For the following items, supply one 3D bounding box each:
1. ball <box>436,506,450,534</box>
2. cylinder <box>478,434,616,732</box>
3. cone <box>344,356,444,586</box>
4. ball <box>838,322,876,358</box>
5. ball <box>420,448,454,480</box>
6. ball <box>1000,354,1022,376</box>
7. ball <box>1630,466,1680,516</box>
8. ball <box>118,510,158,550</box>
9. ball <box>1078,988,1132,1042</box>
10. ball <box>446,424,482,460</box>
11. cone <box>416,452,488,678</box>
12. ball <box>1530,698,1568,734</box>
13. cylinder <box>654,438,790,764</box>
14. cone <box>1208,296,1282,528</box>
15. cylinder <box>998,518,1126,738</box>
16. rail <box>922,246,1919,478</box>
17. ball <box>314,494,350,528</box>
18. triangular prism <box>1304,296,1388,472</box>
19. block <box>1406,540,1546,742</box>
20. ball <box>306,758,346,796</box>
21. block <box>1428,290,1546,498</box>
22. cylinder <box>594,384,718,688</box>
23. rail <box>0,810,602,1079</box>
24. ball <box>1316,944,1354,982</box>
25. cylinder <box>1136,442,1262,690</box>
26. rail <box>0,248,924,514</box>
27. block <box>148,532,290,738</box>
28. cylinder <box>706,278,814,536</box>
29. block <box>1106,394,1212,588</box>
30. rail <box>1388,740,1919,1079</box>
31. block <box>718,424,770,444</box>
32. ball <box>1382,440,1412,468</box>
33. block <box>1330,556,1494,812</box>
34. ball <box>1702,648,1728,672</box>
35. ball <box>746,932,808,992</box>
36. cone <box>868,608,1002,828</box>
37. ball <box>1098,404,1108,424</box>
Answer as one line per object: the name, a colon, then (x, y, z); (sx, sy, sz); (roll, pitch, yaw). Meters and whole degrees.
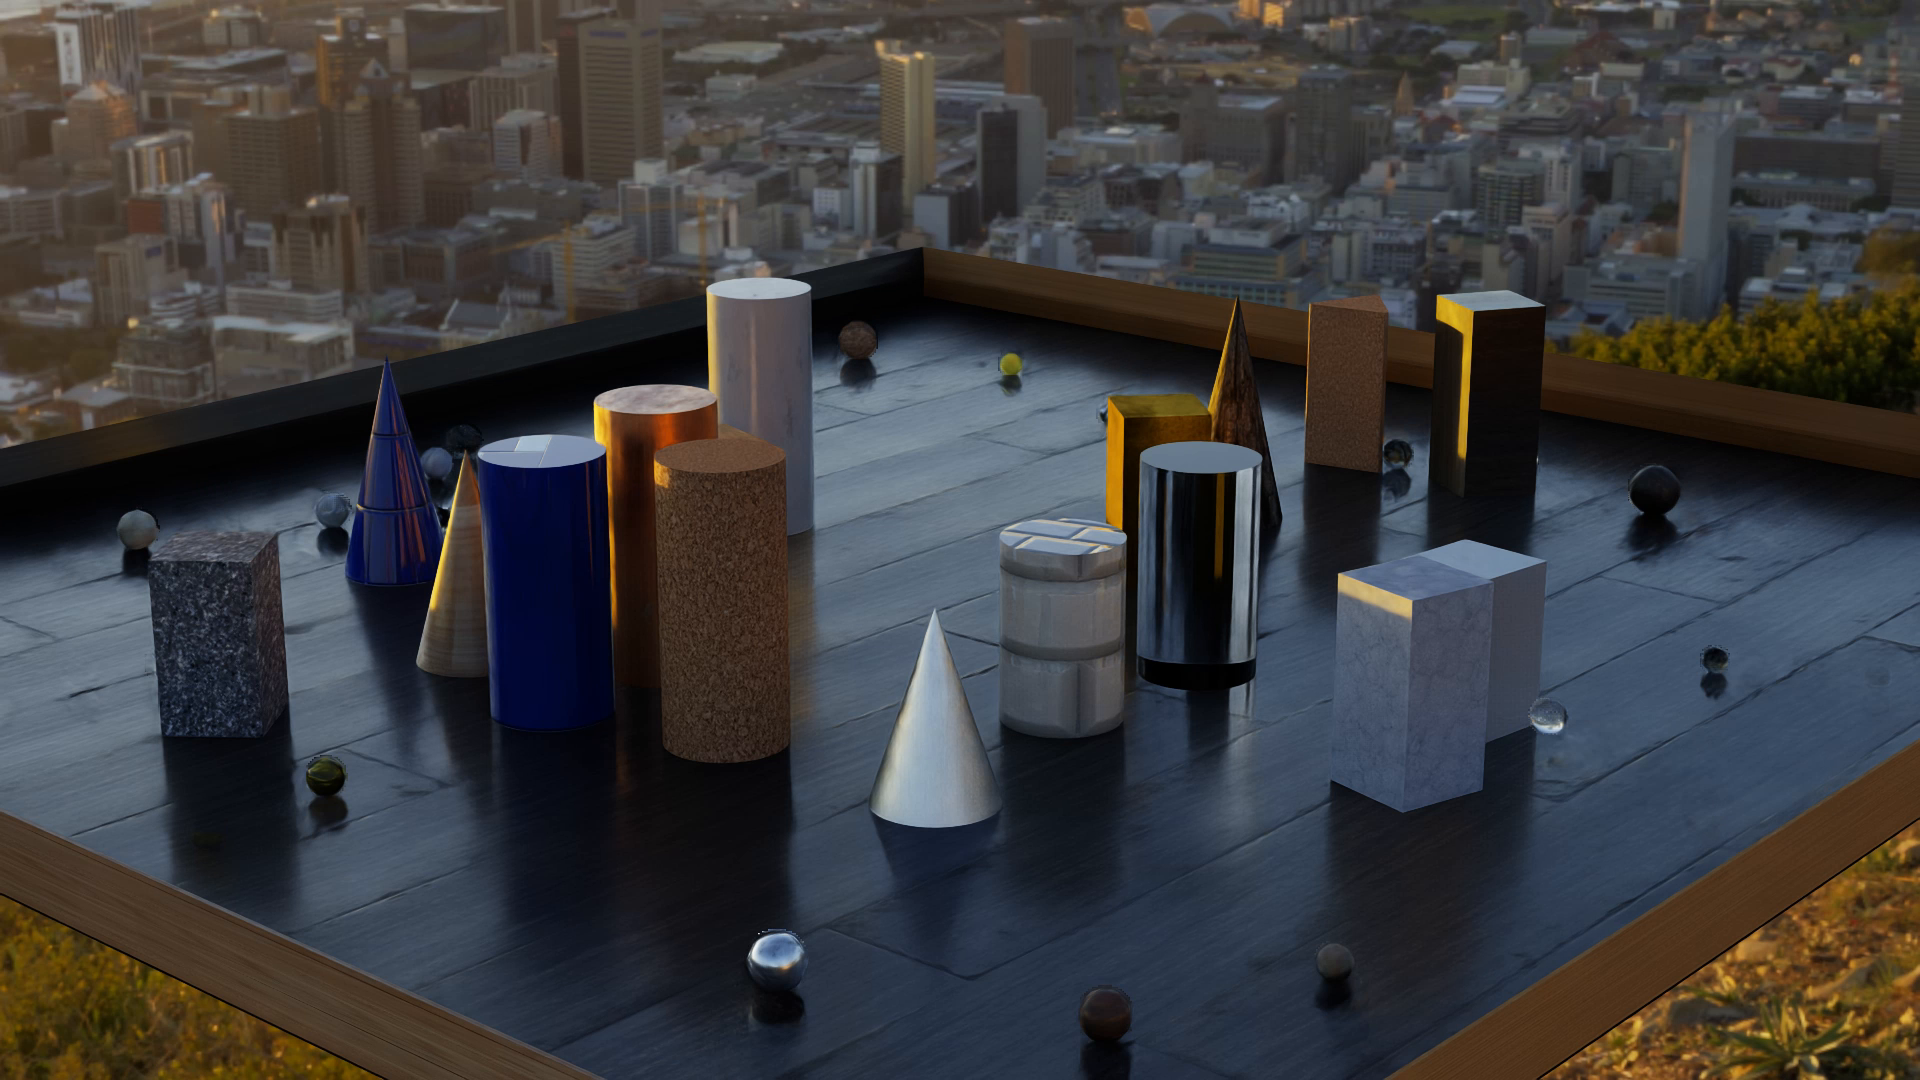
ball: (-0.971, -0.036, 5.475); (0.052, 0.052, 0.052); (0, 17, 0)
cylinder: (-0.633, 0.065, 4.506); (0.194, 0.418, 0.194); (0, 17, 0)
cone: (-1.008, -0.136, 5.210); (0.194, 0.397, 0.194); (0, 17, 0)
ball: (-0.239, -0.467, 6.840); (0.088, 0.088, 0.088); (0, 17, 0)
ball: (-1.043, -0.153, 5.844); (0.064, 0.064, 0.064); (0, 17, 0)
ball: (0.117, -0.400, 6.685); (0.051, 0.051, 0.051); (0, 17, 0)
ball: (1.327, -0.095, 5.598); (0.095, 0.095, 0.095); (0, 17, 0)
ball: (-1.511, -0.019, 5.385); (0.072, 0.072, 0.072); (0, 17, 0)
ball: (0.172, 0.563, 3.471); (0.064, 0.064, 0.064); (0, 17, 0)
ball: (-1.014, -0.200, 5.985); (0.072, 0.072, 0.072); (0, 17, 0)
cone: (-0.793, 0.023, 4.755); (0.194, 0.355, 0.194); (0, 17, 0)
ball: (0.896, 0.268, 4.462); (0.055, 0.055, 0.055); (0, 17, 0)
cylinder: (-0.353, 0.089, 4.378); (0.194, 0.447, 0.194); (0, 17, 0)
cone: (0.519, -0.253, 5.534); (0.194, 0.434, 0.194); (0, 17, 0)
cylinder: (0.157, 0.134, 4.499); (0.194, 0.291, 0.194); (0, 17, 0)
rail: (1.178, -0.360, 6.419); (3.414, 0.126, 0.045); (14, 22, 39)
ball: (-1.182, -0.056, 5.520); (0.065, 0.065, 0.065); (0, 17, 0)
triangular prism: (0.810, -0.323, 5.948); (0.168, 0.328, 0.145); (10, 19, 29)
block: (0.778, 0.155, 4.478); (0.155, 0.262, 0.155); (-15, 22, -40)
ball: (-0.913, 0.341, 4.219); (0.055, 0.055, 0.055); (0, 17, 0)
block: (1.033, -0.287, 5.754); (0.155, 0.373, 0.155); (-5, 18, -17)
cylinder: (-0.480, -0.008, 4.694); (0.194, 0.449, 0.194); (0, 17, 0)
rail: (-1.178, 0.423, 3.821); (3.414, 0.126, 0.045); (14, 22, 39)
ball: (0.464, 0.523, 3.632); (0.047, 0.047, 0.047); (0, 17, 0)
cylinder: (0.382, 0.040, 4.695); (0.194, 0.358, 0.194); (0, 17, 0)
rail: (-1.271, -0.287, 6.177); (0.045, 0.126, 3.641); (14, 22, 39)
block: (-1.133, 0.143, 4.489); (0.155, 0.279, 0.155); (1, 17, 2)
cylinder: (-0.372, -0.249, 5.487); (0.194, 0.453, 0.194); (0, 17, 0)
block: (0.350, -0.088, 5.203); (0.155, 0.310, 0.155); (-2, 17, -7)
rail: (1.271, 0.350, 4.064); (0.045, 0.126, 3.641); (14, 22, 39)
block: (-0.422, -0.015, 4.943); (0.155, 0.319, 0.155); (-11, 20, -32)
ball: (0.883, -0.173, 5.918); (0.059, 0.059, 0.059); (0, 17, 0)
block: (0.649, 0.205, 4.221); (0.155, 0.316, 0.155); (-11, 20, -33)
ball: (1.219, 0.194, 4.732); (0.041, 0.041, 0.041); (0, 17, 0)
ball: (-0.224, 0.518, 3.599); (0.075, 0.075, 0.075); (0, 17, 0)
cone: (-0.035, 0.235, 4.161); (0.194, 0.293, 0.194); (0, 17, 0)
ball: (0.317, -0.269, 6.267); (0.040, 0.040, 0.040); (0, 17, 0)
